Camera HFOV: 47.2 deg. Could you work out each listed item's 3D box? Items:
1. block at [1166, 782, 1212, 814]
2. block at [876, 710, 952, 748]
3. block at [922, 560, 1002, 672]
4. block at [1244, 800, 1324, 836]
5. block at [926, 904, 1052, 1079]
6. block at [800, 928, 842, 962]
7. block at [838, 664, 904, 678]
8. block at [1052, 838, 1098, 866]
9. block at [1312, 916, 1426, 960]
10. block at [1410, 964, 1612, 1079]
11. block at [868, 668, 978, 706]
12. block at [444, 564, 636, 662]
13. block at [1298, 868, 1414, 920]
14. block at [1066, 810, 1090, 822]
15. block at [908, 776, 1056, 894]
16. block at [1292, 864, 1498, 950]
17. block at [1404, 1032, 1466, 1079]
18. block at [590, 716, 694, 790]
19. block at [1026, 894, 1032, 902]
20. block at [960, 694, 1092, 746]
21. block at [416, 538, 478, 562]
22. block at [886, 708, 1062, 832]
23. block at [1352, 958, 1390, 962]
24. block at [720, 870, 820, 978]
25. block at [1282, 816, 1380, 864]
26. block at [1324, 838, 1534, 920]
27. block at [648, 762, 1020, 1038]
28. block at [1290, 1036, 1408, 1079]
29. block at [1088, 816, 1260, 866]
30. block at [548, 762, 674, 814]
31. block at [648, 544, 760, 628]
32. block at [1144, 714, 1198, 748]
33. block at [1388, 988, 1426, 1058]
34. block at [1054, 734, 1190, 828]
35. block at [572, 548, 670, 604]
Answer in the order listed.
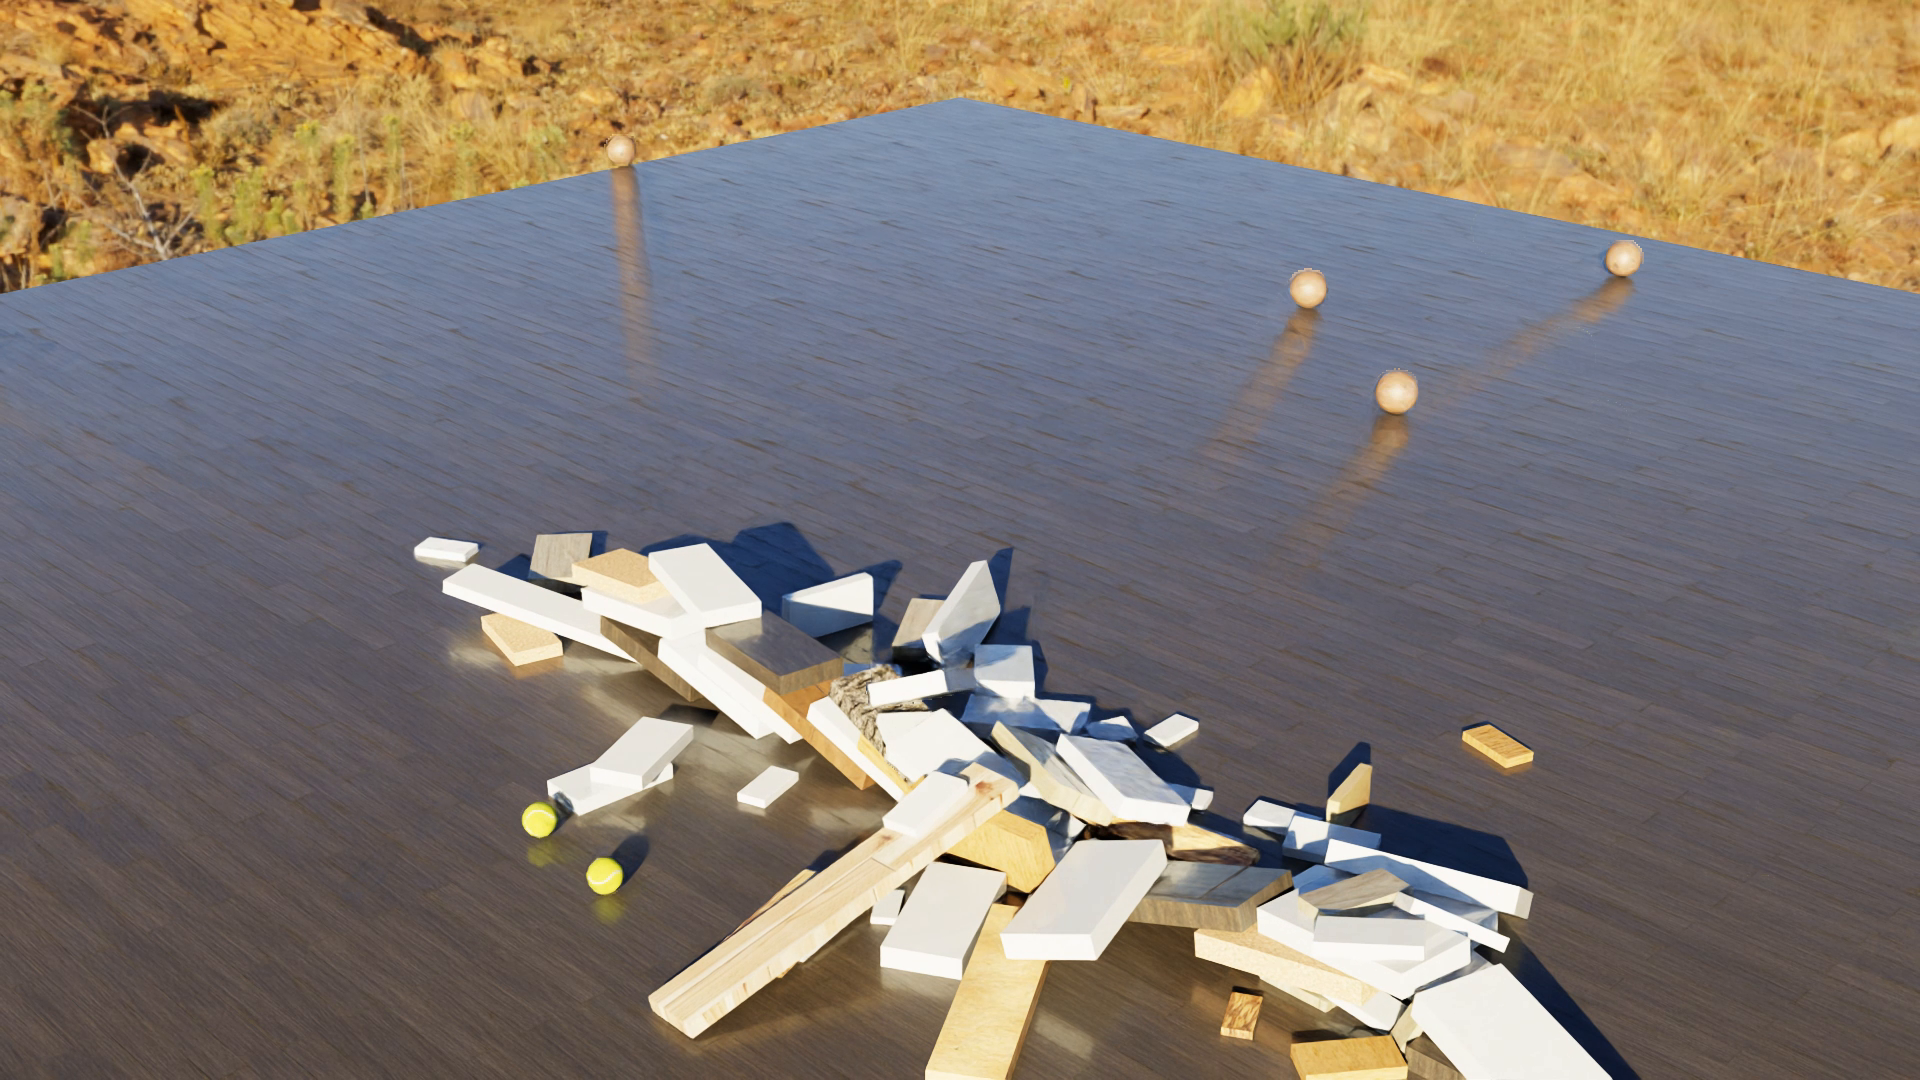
[{"bbox_3d":[0.444,0.525,4.499,0.131,0.018,0.065,10,25,22],"label":"block"},{"bbox_3d":[-0.083,0.384,4.460,0.157,0.022,0.079,-1,39,-23],"label":"block"},{"bbox_3d":[0.008,0.192,5.131,0.038,0.134,0.419,-10,19,21],"label":"block"},{"bbox_3d":[0.648,0.563,4.409,0.140,0.020,0.070,14,26,29],"label":"block"},{"bbox_3d":[0.066,0.795,3.839,0.132,0.037,0.516,5,24,12],"label":"block"},{"bbox_3d":[-0.224,0.697,4.080,0.049,0.014,0.292,9,26,32],"label":"block"},{"bbox_3d":[-0.203,0.308,5.010,0.142,0.020,0.071,1,23,3],"label":"block"},{"bbox_3d":[0.218,0.624,4.233,0.148,0.020,0.070,-14,48,-30],"label":"block"},{"bbox_3d":[0.688,0.667,3.689,0.182,0.026,0.091,0,18,15],"label":"block"},{"bbox_3d":[0.950,0.890,3.464,0.177,0.050,0.552,-13,37,-23],"label":"block"},{"bbox_3d":[-0.071,0.291,4.375,0.151,0.043,0.301,-12,-5,11],"label":"block"},{"bbox_3d":[-0.962,0.171,5.222,0.562,0.033,0.115,18,28,20],"label":"block"},{"bbox_3d":[0.694,0.628,3.859,0.182,0.026,0.091,-13,19,-23],"label":"block"},{"bbox_3d":[0.301,0.535,4.421,0.164,0.023,0.082,6,33,11],"label":"block"},{"bbox_3d":[0.044,0.568,4.200,0.322,0.151,0.043,17,44,41],"label":"block"},{"bbox_3d":[0.773,0.678,4.019,0.381,0.043,0.153,9,18,41],"label":"block"},{"bbox_3d":[0.906,0.884,3.622,0.153,0.043,0.306,-21,31,-40],"label":"block"},{"bbox_3d":[-0.662,0.444,4.589,0.117,0.033,0.235,8,24,18],"label":"block"},{"bbox_3d":[0.172,0.687,4.121,0.098,0.014,0.049,5,24,15],"label":"block"},{"bbox_3d":[0.144,0.392,4.789,0.267,0.038,0.134,4,23,10],"label":"block"},{"bbox_3d":[-1.325,0.024,5.679,0.142,0.020,0.071,7,24,16],"label":"block"},{"bbox_3d":[0.027,0.480,4.331,0.331,0.043,0.151,38,52,24],"label":"block"},{"bbox_3d":[0.712,0.685,3.694,0.108,0.015,0.054,-3,18,6],"label":"block"},{"bbox_3d":[-0.305,0.698,4.023,0.132,0.037,0.264,8,28,32],"label":"block"},{"bbox_3d":[0.726,0.595,4.296,0.174,0.025,0.087,10,41,22],"label":"block"},{"bbox_3d":[0.872,0.631,4.090,0.354,0.050,0.177,12,-7,24],"label":"block"},{"bbox_3d":[-0.214,0.639,3.987,0.793,0.033,0.117,-33,35,-32],"label":"block"},{"bbox_3d":[0.650,0.871,3.676,0.174,0.025,0.087,-3,23,-8],"label":"block"},{"bbox_3d":[0.416,0.586,4.290,0.337,0.023,0.082,18,51,29],"label":"block"},{"bbox_3d":[-0.723,0.495,4.552,0.230,0.033,0.115,-20,30,-38],"label":"block"},{"bbox_3d":[-0.579,0.101,4.968,0.141,0.040,0.324,-11,28,-26],"label":"block"},{"bbox_3d":[0.457,0.413,4.765,0.059,0.017,0.118,19,30,38],"label":"block"},{"bbox_3d":[0.764,0.814,3.710,0.015,0.108,0.054,26,16,-15],"label":"block"},{"bbox_3d":[0.320,0.476,4.374,0.151,0.043,0.302,11,15,-26],"label":"block"},{"bbox_3d":[-0.769,0.083,5.135,0.141,0.040,0.282,-19,23,-38],"label":"block"}]
